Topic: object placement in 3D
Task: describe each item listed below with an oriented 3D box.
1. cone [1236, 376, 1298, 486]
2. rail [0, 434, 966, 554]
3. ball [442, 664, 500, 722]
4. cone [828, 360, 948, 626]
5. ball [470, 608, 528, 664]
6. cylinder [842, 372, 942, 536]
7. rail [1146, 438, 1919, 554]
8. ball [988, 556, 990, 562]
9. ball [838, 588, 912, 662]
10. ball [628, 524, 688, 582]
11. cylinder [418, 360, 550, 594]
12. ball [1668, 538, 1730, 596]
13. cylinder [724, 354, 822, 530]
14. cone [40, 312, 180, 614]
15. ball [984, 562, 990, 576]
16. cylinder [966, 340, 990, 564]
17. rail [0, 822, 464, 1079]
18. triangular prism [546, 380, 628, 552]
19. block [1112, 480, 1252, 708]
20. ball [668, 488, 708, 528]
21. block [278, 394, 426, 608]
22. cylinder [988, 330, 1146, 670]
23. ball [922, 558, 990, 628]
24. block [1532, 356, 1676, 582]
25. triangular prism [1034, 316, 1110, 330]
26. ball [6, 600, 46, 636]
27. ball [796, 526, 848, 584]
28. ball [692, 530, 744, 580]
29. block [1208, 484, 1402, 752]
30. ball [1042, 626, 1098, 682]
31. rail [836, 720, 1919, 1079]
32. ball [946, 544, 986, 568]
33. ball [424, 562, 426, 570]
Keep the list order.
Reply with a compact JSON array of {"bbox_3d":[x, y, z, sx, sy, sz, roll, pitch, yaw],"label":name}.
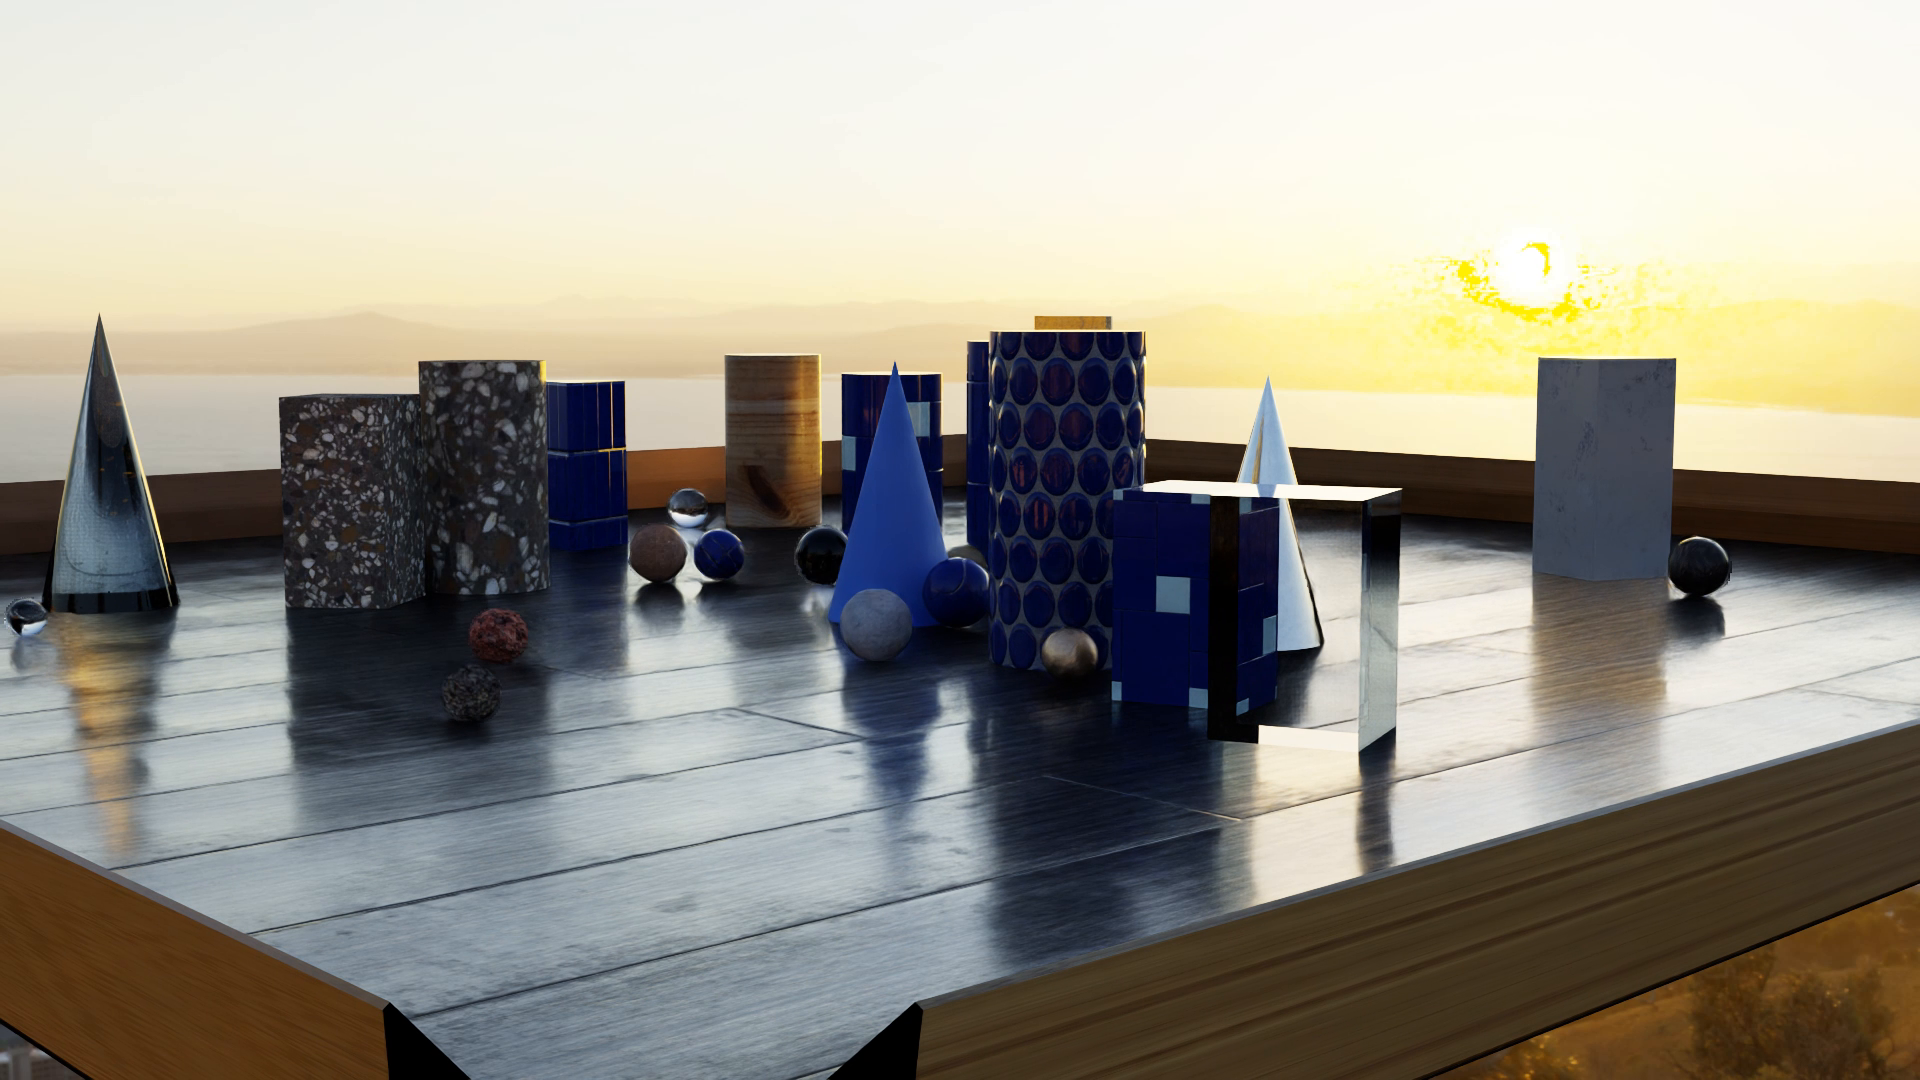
[{"bbox_3d":[0.422,-0.049,3.028,0.200,0.359,0.200,0,6,0],"label":"cone"},{"bbox_3d":[-1.141,-0.094,4.562,3.557,0.130,0.045,-5,8,-42],"label":"rail"},{"bbox_3d":[-0.531,0.167,2.388,0.062,0.062,0.062,0,6,0],"label":"ball"},{"bbox_3d":[-0.094,-0.074,3.189,0.200,0.375,0.200,0,6,0],"label":"cone"},{"bbox_3d":[-0.582,0.122,2.779,0.072,0.072,0.072,0,6,0],"label":"ball"},{"bbox_3d":[-0.134,-0.168,4.343,0.200,0.323,0.200,0,6,0],"label":"cylinder"},{"bbox_3d":[1.290,-0.089,4.515,0.045,0.130,3.414,-5,8,-42],"label":"rail"},{"bbox_3d":[0.082,0.042,3.509,0.078,0.078,0.078,0,6,0],"label":"ball"},{"bbox_3d":[-0.107,0.108,2.804,0.094,0.094,0.094,0,6,0],"label":"ball"},{"bbox_3d":[-0.498,0.022,3.625,0.095,0.095,0.095,0,6,0],"label":"ball"},{"bbox_3d":[-0.767,-0.106,3.548,0.200,0.365,0.200,0,6,0],"label":"cylinder"},{"bbox_3d":[1.157,0.042,3.445,0.092,0.092,0.092,0,6,0],"label":"ball"},{"bbox_3d":[-0.388,-0.208,4.572,0.200,0.355,0.200,0,6,0],"label":"cylinder"},{"bbox_3d":[-1.292,-0.122,3.323,0.200,0.445,0.200,0,6,0],"label":"cone"},{"bbox_3d":[0.074,0.065,3.246,0.089,0.089,0.089,0,6,0],"label":"ball"},{"bbox_3d":[0.110,-0.130,3.631,0.200,0.396,0.200,0,6,0],"label":"cylinder"},{"bbox_3d":[-1.290,0.157,2.148,0.045,0.130,3.414,-5,8,-42],"label":"rail"},{"bbox_3d":[-0.705,-0.146,4.187,0.150,0.313,0.173,-4,7,-33],"label":"triangular prism"},{"bbox_3d":[0.283,0.060,2.549,0.160,0.242,0.160,3,7,29],"label":"block"},{"bbox_3d":[-0.559,-0.065,4.521,0.082,0.082,0.082,0,6,0],"label":"ball"},{"bbox_3d":[-0.930,-0.063,3.376,0.160,0.316,0.160,1,6,7],"label":"block"},{"bbox_3d":[0.136,-0.056,2.805,0.200,0.420,0.200,0,6,0],"label":"cylinder"},{"bbox_3d":[-0.003,0.074,3.099,0.100,0.100,0.100,0,6,0],"label":"ball"},{"bbox_3d":[1.090,-0.126,3.725,0.160,0.367,0.160,-2,6,-23],"label":"block"},{"bbox_3d":[0.260,-0.228,4.380,0.173,0.435,0.150,4,7,35],"label":"triangular prism"},{"bbox_3d":[-1.281,0.107,3.018,0.052,0.052,0.052,0,6,0],"label":"ball"},{"bbox_3d":[-0.220,0.026,3.588,0.095,0.095,0.095,0,6,0],"label":"ball"},{"bbox_3d":[-0.399,0.025,3.643,0.085,0.085,0.085,0,6,0],"label":"ball"},{"bbox_3d":[0.364,0.077,2.319,0.160,0.256,0.160,3,7,25],"label":"block"},{"bbox_3d":[0.132,0.138,2.645,0.067,0.067,0.067,0,6,0],"label":"ball"},{"bbox_3d":[1.141,0.162,2.101,3.557,0.130,0.045,-5,8,-42],"label":"rail"},{"bbox_3d":[0.007,0.043,3.532,0.072,0.072,0.072,0,6,0],"label":"ball"},{"bbox_3d":[-0.893,0.042,3.503,0.079,0.079,0.079,0,6,0],"label":"ball"}]
